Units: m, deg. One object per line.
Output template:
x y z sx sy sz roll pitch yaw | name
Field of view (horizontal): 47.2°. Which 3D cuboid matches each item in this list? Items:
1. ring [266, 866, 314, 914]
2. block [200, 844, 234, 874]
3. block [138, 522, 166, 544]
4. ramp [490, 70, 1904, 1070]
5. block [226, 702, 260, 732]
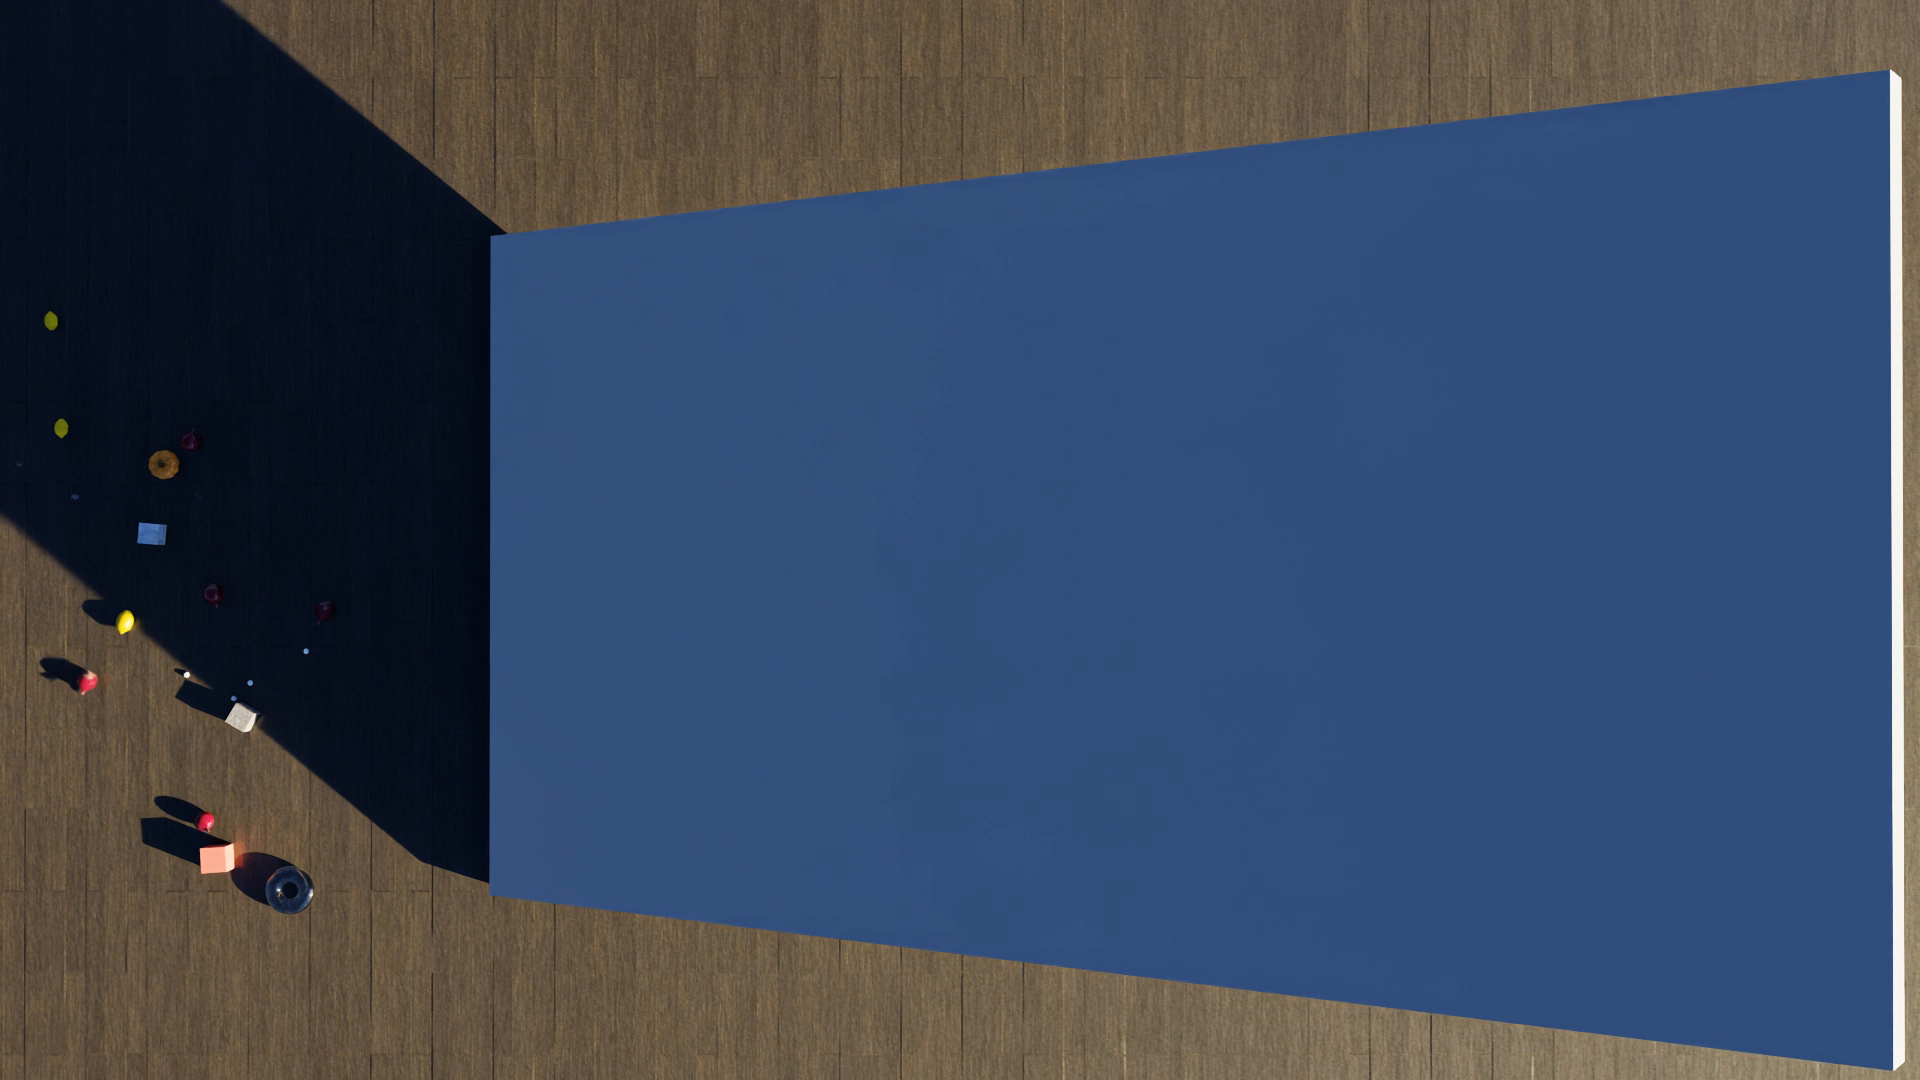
-2.048 1.071 6.721 0.149 0.050 0.149 0 90 -1 | ring
-2.266 0.972 6.708 0.075 0.075 0.075 -4 90 0 | block
-2.470 -0.019 6.723 0.062 0.062 0.062 5 90 0 | block
0.246 0.068 5.573 4.000 0.100 2.000 0 89 35 | ramp
-2.190 0.541 6.718 0.064 0.064 0.064 31 90 0 | block
